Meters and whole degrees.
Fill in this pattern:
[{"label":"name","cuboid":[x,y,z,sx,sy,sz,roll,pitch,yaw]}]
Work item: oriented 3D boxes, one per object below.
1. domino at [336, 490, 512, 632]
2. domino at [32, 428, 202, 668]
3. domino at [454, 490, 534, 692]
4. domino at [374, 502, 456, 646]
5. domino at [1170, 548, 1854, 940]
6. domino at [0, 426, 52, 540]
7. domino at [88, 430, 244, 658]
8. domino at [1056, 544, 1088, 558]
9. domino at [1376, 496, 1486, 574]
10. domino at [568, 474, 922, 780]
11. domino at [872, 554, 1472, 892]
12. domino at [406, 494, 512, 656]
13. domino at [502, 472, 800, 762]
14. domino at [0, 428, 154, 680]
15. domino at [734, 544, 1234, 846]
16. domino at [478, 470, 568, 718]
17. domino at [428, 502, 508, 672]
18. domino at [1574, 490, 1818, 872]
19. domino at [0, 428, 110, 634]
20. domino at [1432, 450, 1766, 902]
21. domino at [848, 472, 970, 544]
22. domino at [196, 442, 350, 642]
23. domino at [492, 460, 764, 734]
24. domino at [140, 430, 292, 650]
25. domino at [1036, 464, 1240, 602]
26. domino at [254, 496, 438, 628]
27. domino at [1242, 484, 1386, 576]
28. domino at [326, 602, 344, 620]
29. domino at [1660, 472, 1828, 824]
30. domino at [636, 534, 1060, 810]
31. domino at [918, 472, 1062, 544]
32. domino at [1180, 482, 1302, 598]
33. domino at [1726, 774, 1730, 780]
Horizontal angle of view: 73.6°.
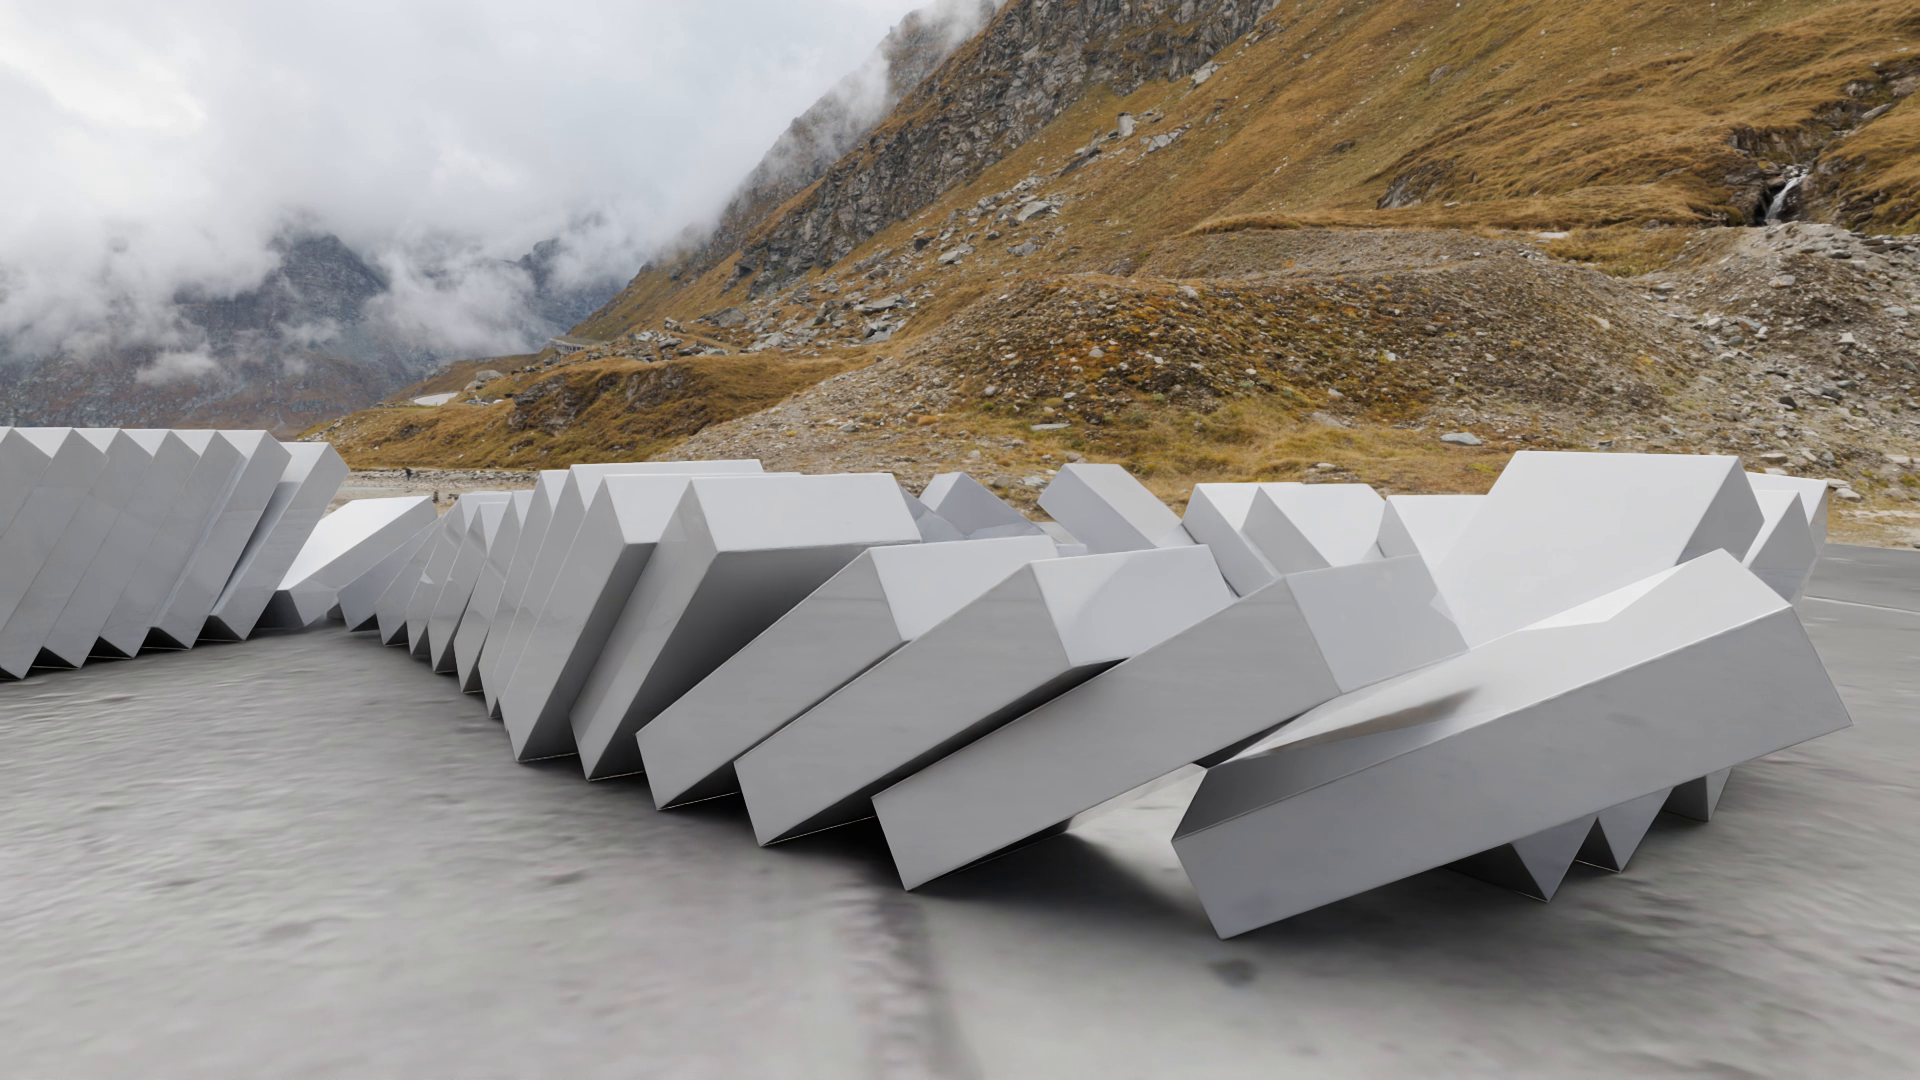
[{"label":"domino","cuboid":[-0.110,0.005,0.282,0.050,0.009,0.025,-29,-13,27]},{"label":"domino","cuboid":[-0.176,0.001,0.255,0.025,0.050,0.010,1,-33,14]},{"label":"domino","cuboid":[-0.065,0.009,0.210,0.025,0.010,0.050,-3,-29,-34]},{"label":"domino","cuboid":[-0.099,0.007,0.264,0.025,0.010,0.050,-4,-23,-45]},{"label":"domino","cuboid":[0.045,0.018,0.112,0.050,0.009,0.025,-27,-1,23]},{"label":"domino","cuboid":[-0.182,0.003,0.220,0.025,0.050,0.010,1,-33,14]},{"label":"domino","cuboid":[-0.173,0.000,0.267,0.025,0.050,0.009,1,-33,14]},{"label":"domino","cuboid":[0.002,0.014,0.176,0.025,0.009,0.050,0,-22,-4]},{"label":"domino","cuboid":[0.087,0.010,0.204,0.025,0.009,0.050,0,35,-2]},{"label":"domino","cuboid":[-0.027,0.011,0.155,0.025,0.010,0.050,-4,-34,-36]},{"label":"domino","cuboid":[0.018,0.017,0.117,0.025,0.010,0.050,-5,-23,-48]},{"label":"domino","cuboid":[-0.087,0.007,0.243,0.025,0.009,0.050,-2,-25,-35]},{"label":"domino","cuboid":[-0.040,0.011,0.165,0.025,0.010,0.050,-3,-34,-37]},{"label":"domino","cuboid":[-0.178,0.002,0.243,0.025,0.050,0.010,1,-33,14]},{"label":"domino","cuboid":[0.001,0.016,0.129,0.025,0.010,0.050,-4,-24,-44]},{"label":"domino","cuboid":[-0.054,0.008,0.191,0.025,0.009,0.050,-4,-33,-34]},{"label":"domino","cuboid":[-0.077,0.009,0.228,0.025,0.010,0.050,-3,-25,-34]},{"label":"domino","cuboid":[0.073,0.013,0.146,0.050,0.010,0.025,-43,26,-24]},{"label":"domino","cuboid":[-0.179,0.002,0.231,0.025,0.050,0.010,1,-33,14]},{"label":"domino","cuboid":[0.060,0.012,0.136,0.050,0.010,0.025,-49,28,-20]},{"label":"domino","cuboid":[-0.001,0.007,0.225,0.050,0.010,0.025,37,-11,-19]},{"label":"domino","cuboid":[-0.163,-0.001,0.291,0.025,0.050,0.009,1,-39,14]},{"label":"domino","cuboid":[-0.046,0.009,0.177,0.025,0.010,0.050,-4,-33,-35]},{"label":"domino","cuboid":[-0.169,-0.001,0.278,0.025,0.050,0.010,1,-33,14]},{"label":"domino","cuboid":[0.040,0.005,0.246,0.050,0.009,0.025,44,23,22]},{"label":"domino","cuboid":[-0.153,0.005,0.311,0.025,0.009,0.050,-2,26,19]},{"label":"domino","cuboid":[0.073,0.008,0.223,0.025,0.010,0.050,-2,37,-23]},{"label":"domino","cuboid":[-0.132,0.013,0.330,0.025,0.010,0.050,3,5,32]},{"label":"domino","cuboid":[0.088,0.010,0.162,0.025,0.009,0.050,13,49,42]},{"label":"domino","cuboid":[-0.013,0.015,0.142,0.025,0.009,0.050,-4,-24,-44]},{"label":"domino","cuboid":[0.015,0.006,0.233,0.050,0.009,0.025,35,-5,-10]},{"label":"domino","cuboid":[0.065,0.007,0.239,0.025,0.009,0.050,-2,37,-23]},{"label":"domino","cuboid":[0.098,0.012,0.184,0.025,0.009,0.050,13,36,27]}]
